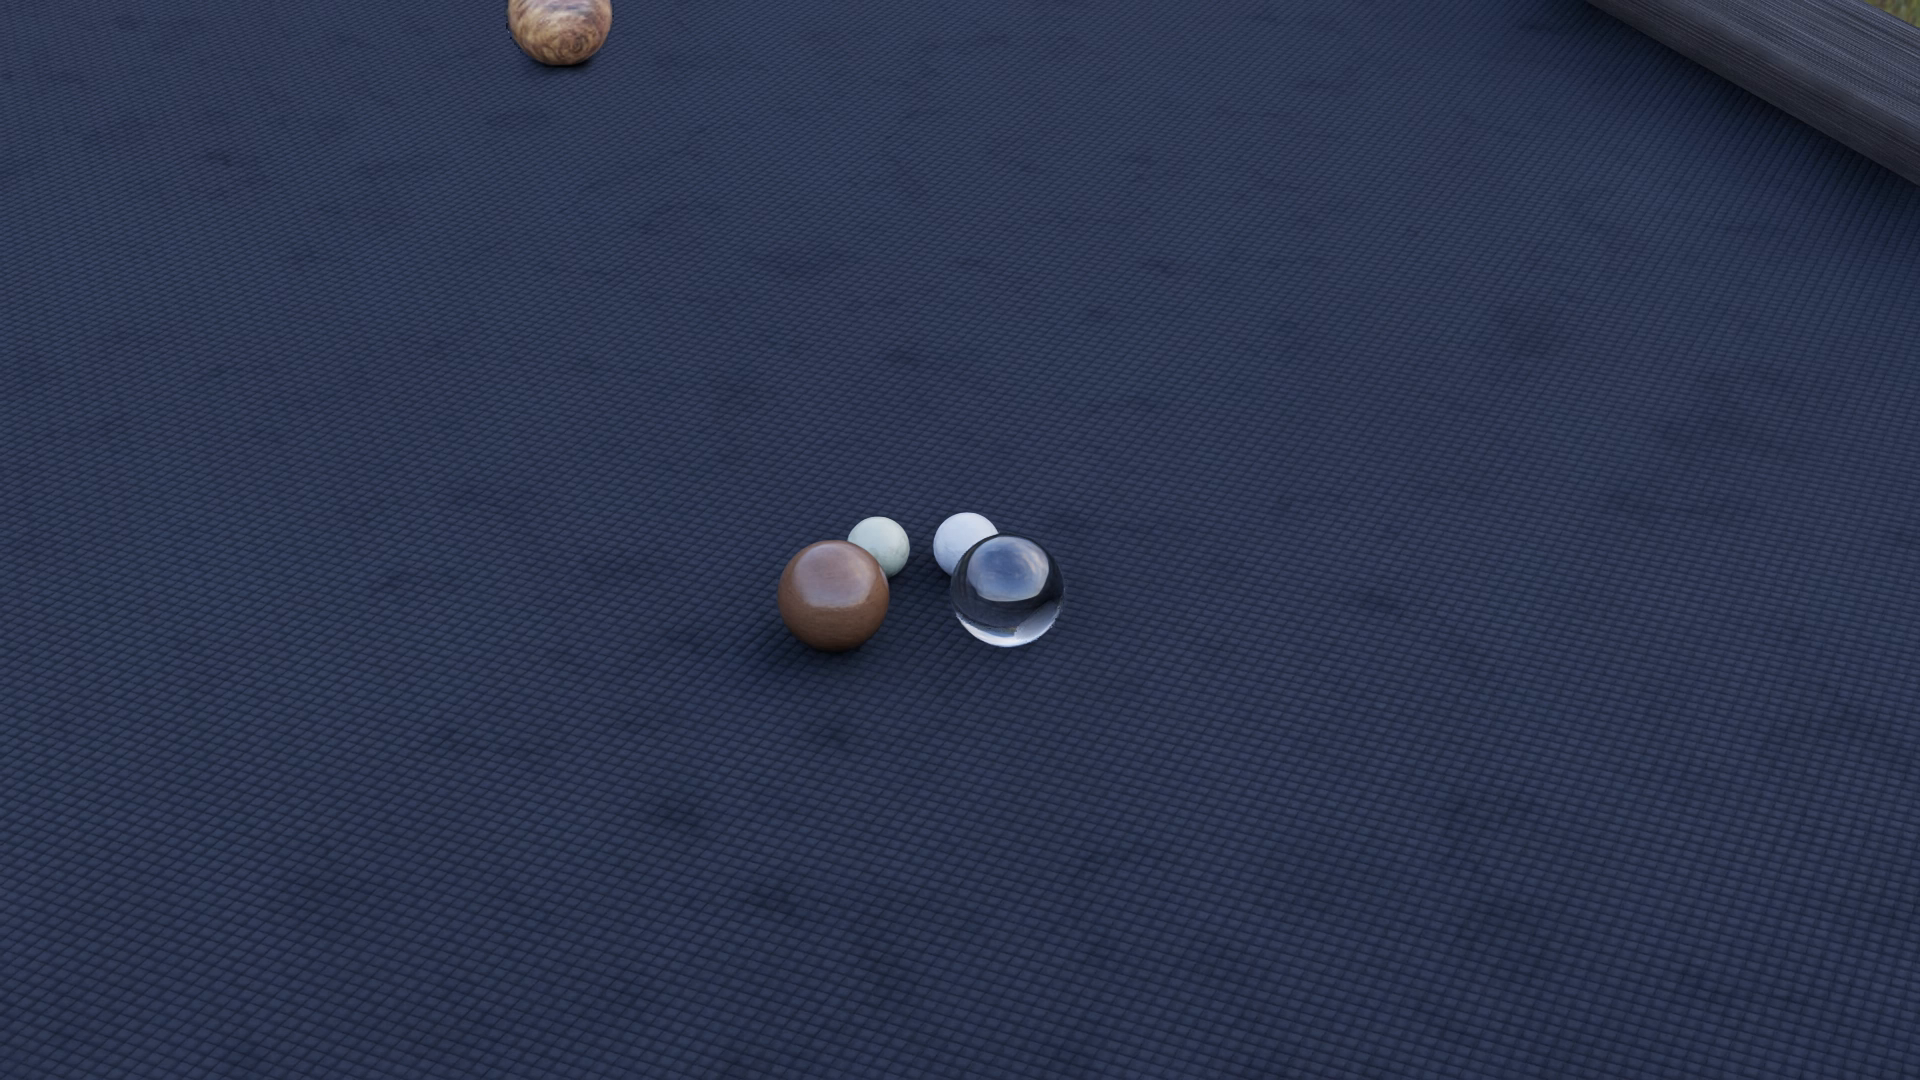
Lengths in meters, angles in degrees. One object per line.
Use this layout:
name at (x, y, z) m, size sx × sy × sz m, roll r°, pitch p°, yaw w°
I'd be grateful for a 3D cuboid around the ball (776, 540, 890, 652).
ball at (-0.078, 0.034, 1.803) m, size 0.069 × 0.069 × 0.069 m, roll 0°, pitch 28°, yaw 0°

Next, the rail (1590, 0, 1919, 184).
rail at (0.629, -0.582, 2.907) m, size 0.045 × 0.128 × 3.587 m, roll -9°, pitch 29°, yaw -17°

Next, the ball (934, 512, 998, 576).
ball at (0.005, 0.004, 1.888) m, size 0.044 × 0.044 × 0.044 m, roll 0°, pitch 28°, yaw 0°

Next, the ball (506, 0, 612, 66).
ball at (-0.379, -0.498, 2.783) m, size 0.099 × 0.099 × 0.099 m, roll 0°, pitch 28°, yaw 0°

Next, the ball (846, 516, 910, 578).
ball at (-0.053, 0.005, 1.889) m, size 0.041 × 0.041 × 0.041 m, roll 0°, pitch 28°, yaw 0°

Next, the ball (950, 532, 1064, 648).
ball at (0.029, 0.031, 1.809) m, size 0.070 × 0.070 × 0.070 m, roll 0°, pitch 28°, yaw 0°
